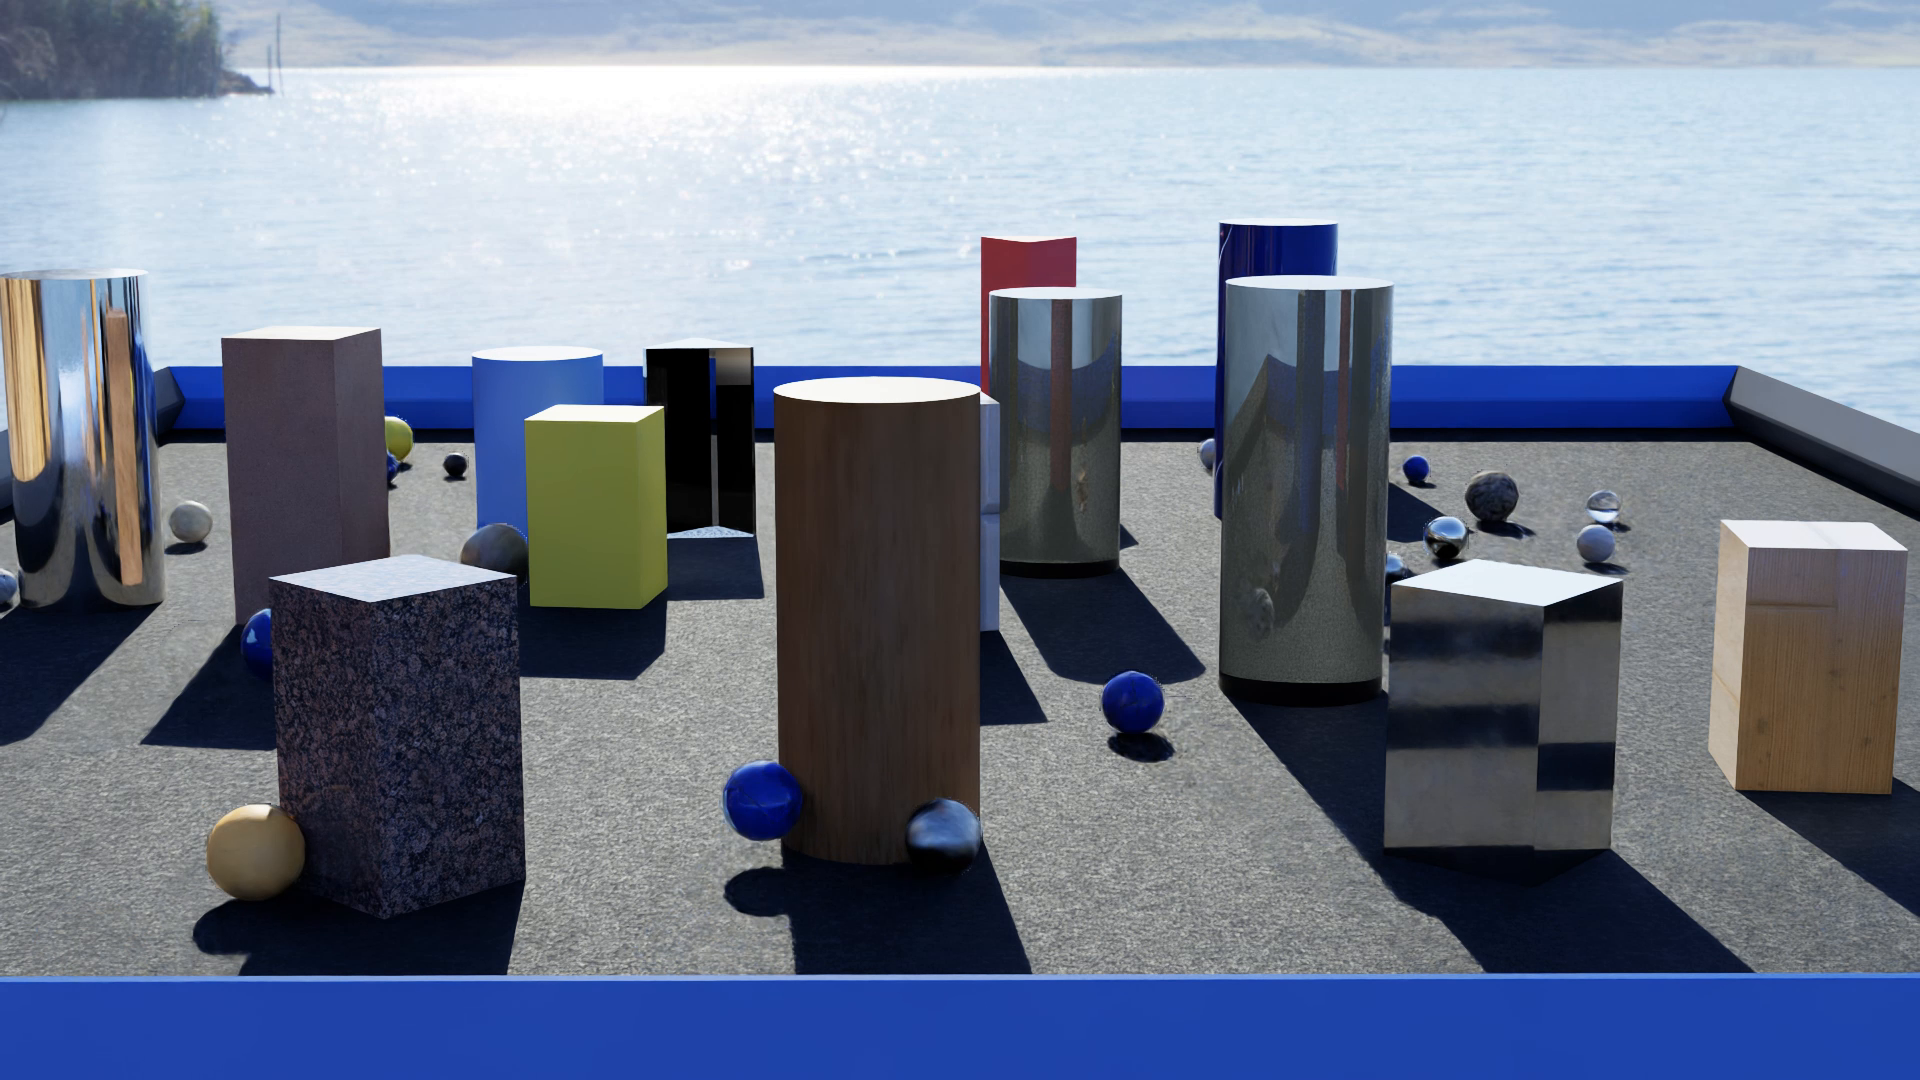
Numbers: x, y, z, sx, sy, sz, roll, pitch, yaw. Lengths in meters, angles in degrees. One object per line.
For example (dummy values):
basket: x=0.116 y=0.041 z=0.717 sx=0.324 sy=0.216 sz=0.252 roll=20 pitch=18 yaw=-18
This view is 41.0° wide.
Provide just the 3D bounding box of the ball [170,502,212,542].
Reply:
ball: x=-1.182 y=-0.028 z=3.944 sx=0.064 sy=0.064 sz=0.064 roll=0 pitch=11 yaw=0

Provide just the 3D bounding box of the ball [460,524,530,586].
ball: x=-0.645 y=0.027 z=3.563 sx=0.096 sy=0.096 sz=0.096 roll=0 pitch=11 yaw=0

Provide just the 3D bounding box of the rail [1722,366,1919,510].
rail: x=1.559 y=0.030 z=3.458 sx=0.045 sy=0.125 sz=3.512 roll=0 pitch=11 yaw=0

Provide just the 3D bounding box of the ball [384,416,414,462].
ball: x=-1.050 y=-0.184 z=4.728 sx=0.085 sy=0.085 sz=0.085 roll=0 pitch=11 yaw=0

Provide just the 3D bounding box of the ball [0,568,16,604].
ball: x=-1.311 y=0.063 z=3.495 sx=0.049 sy=0.049 sz=0.049 roll=0 pitch=11 yaw=0

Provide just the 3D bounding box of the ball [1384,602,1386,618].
ball: x=0.515 y=0.089 z=3.305 sx=0.067 sy=0.067 sz=0.067 roll=0 pitch=11 yaw=0

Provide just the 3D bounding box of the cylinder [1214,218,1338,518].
cylinder: x=0.510 y=-0.276 z=4.154 sx=0.192 sy=0.476 sz=0.192 roll=0 pitch=11 yaw=0

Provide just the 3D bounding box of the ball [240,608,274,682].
ball: x=-0.811 y=0.124 z=3.057 sx=0.090 sy=0.090 sz=0.090 roll=0 pitch=11 yaw=0

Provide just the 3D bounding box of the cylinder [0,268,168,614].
cylinder: x=-1.189 y=-0.137 z=3.483 sx=0.192 sy=0.447 sz=0.192 roll=0 pitch=11 yaw=0

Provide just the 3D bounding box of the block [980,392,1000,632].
block: x=-0.039 y=-0.040 z=3.369 sx=0.154 sy=0.297 sz=0.154 roll=-2 pitch=11 yaw=-11

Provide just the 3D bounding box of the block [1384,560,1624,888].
block: x=0.503 y=0.165 z=2.377 sx=0.154 sy=0.258 sz=0.154 roll=9 pitch=14 yaw=39

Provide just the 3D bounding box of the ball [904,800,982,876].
ball: x=-0.015 y=0.270 z=2.327 sx=0.069 sy=0.069 sz=0.069 roll=0 pitch=11 yaw=0

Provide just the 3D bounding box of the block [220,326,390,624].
block: x=-0.862 y=-0.086 z=3.398 sx=0.154 sy=0.378 sz=0.154 roll=2 pitch=11 yaw=10

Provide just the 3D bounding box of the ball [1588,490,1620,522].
ball: x=1.033 y=-0.054 z=4.118 sx=0.052 sy=0.052 sz=0.052 roll=0 pitch=11 yaw=0

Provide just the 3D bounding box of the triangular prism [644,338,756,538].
triangular prism: x=-0.411 y=-0.163 z=4.036 sx=0.166 sy=0.296 sz=0.144 roll=-1 pitch=11 yaw=-7

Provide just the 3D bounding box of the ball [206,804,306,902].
ball: x=-0.619 y=0.275 z=2.256 sx=0.085 sy=0.085 sz=0.085 roll=0 pitch=11 yaw=0

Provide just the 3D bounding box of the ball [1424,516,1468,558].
ball: x=0.723 y=-0.004 z=3.816 sx=0.064 sy=0.064 sz=0.064 roll=0 pitch=11 yaw=0

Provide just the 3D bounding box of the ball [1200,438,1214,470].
ball: x=0.462 y=-0.156 z=4.651 sx=0.058 sy=0.058 sz=0.058 roll=0 pitch=11 yaw=0

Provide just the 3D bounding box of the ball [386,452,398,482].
ball: x=-1.013 y=-0.128 z=4.494 sx=0.059 sy=0.059 sz=0.059 roll=0 pitch=11 yaw=0

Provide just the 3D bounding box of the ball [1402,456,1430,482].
ball: x=0.803 y=-0.126 z=4.517 sx=0.047 sy=0.047 sz=0.047 roll=0 pitch=11 yaw=0

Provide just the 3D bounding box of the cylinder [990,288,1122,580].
cylinder: x=0.138 y=-0.158 z=3.725 sx=0.192 sy=0.400 sz=0.192 roll=0 pitch=11 yaw=0

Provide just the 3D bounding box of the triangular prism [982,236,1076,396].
triangular prism: x=0.100 y=-0.322 z=4.540 sx=0.144 sy=0.424 sz=0.166 roll=7 pitch=12 yaw=32

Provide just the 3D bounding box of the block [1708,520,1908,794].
block: x=0.872 y=0.118 z=2.649 sx=0.154 sy=0.251 sz=0.154 roll=1 pitch=11 yaw=6

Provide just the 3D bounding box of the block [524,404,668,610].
block: x=-0.498 y=-0.048 z=3.527 sx=0.154 sy=0.255 sz=0.154 roll=1 pitch=11 yaw=7

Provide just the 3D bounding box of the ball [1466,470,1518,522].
ball: x=0.854 y=-0.071 z=4.120 sx=0.084 sy=0.084 sz=0.084 roll=0 pitch=11 yaw=0

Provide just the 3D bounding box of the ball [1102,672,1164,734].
ball: x=0.190 y=0.179 z=2.817 sx=0.069 sy=0.069 sz=0.069 roll=0 pitch=11 yaw=0

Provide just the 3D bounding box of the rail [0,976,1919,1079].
rail: x=0.010 y=0.349 z=1.746 sx=3.166 sy=0.125 sz=0.045 roll=0 pitch=11 yaw=0

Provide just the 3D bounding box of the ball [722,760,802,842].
ball: x=-0.182 y=0.241 z=2.363 sx=0.074 sy=0.074 sz=0.074 roll=0 pitch=11 yaw=0

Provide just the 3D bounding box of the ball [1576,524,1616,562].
ball: x=0.938 y=0.005 z=3.784 sx=0.057 sy=0.057 sz=0.057 roll=0 pitch=11 yaw=0

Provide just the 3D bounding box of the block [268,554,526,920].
block: x=-0.501 y=0.170 z=2.291 sx=0.154 sy=0.279 sz=0.154 roll=10 pitch=14 yaw=42

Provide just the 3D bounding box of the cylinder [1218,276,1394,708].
cylinder: x=0.401 y=-0.061 z=2.988 sx=0.192 sy=0.478 sz=0.192 roll=0 pitch=11 yaw=0

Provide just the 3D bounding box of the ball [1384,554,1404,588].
ball: x=0.601 y=0.043 z=3.610 sx=0.047 sy=0.047 sz=0.047 roll=0 pitch=11 yaw=0

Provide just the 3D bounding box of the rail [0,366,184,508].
rail: x=-1.559 y=0.034 z=3.440 sx=0.045 sy=0.125 sz=3.512 roll=0 pitch=11 yaw=0

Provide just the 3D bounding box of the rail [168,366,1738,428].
rail: x=-0.010 y=-0.285 z=5.152 sx=3.166 sy=0.125 sz=0.045 roll=0 pitch=11 yaw=0

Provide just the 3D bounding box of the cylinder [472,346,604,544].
cylinder: x=-0.625 y=-0.127 z=3.824 sx=0.192 sy=0.303 sz=0.192 roll=0 pitch=11 yaw=0

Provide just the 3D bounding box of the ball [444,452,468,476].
ball: x=-0.901 y=-0.135 z=4.583 sx=0.041 sy=0.041 sz=0.041 roll=0 pitch=11 yaw=0

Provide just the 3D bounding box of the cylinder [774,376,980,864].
cylinder: x=-0.077 y=0.071 z=2.418 sx=0.192 sy=0.428 sz=0.192 roll=0 pitch=11 yaw=0

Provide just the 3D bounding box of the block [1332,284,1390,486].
block: x=0.647 y=-0.277 z=4.542 sx=0.154 sy=0.334 sz=0.154 roll=-7 pitch=13 yaw=-34
